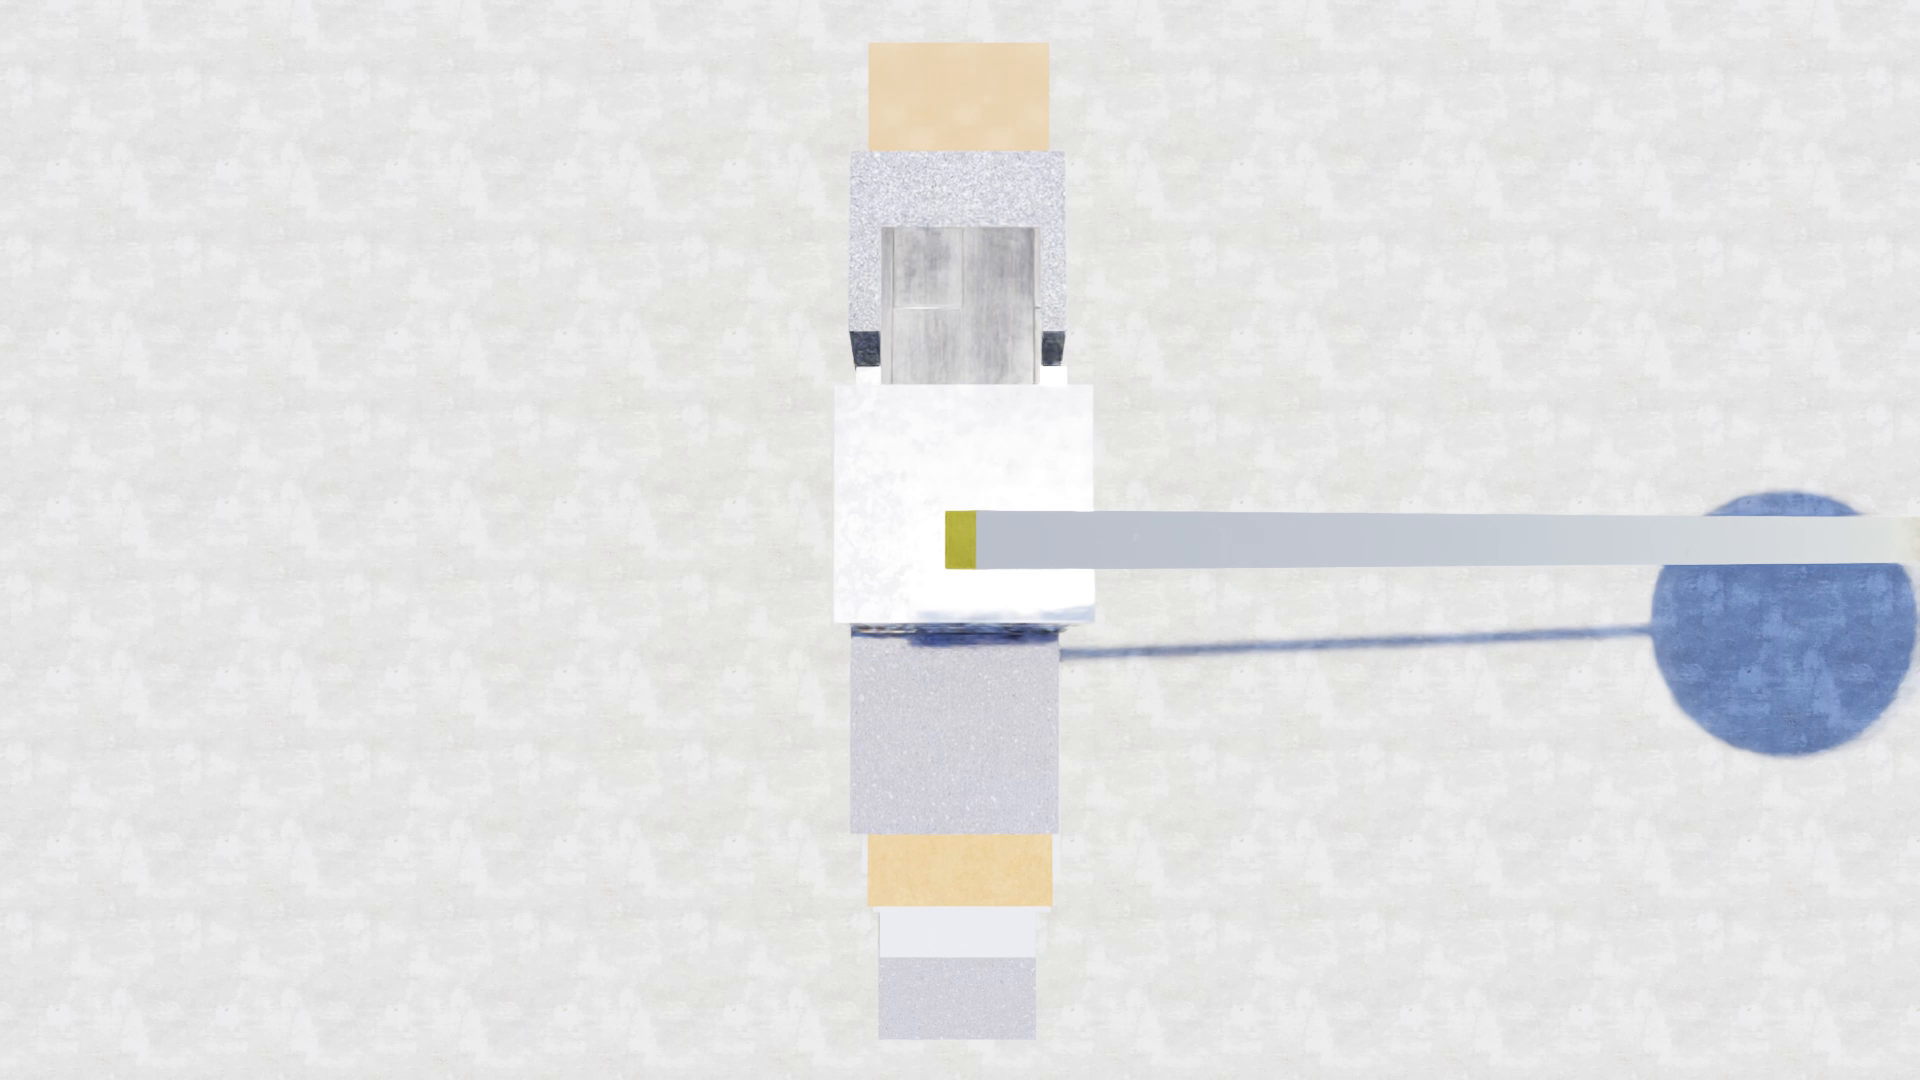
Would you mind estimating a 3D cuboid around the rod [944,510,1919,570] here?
[{"bbox_3d":[2.212,0.000,4.289,5.200,0.080,0.080,0,90,-32],"label":"rod"}]

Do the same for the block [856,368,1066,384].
[{"bbox_3d":[0.005,-0.314,8.962,0.817,0.866,0.714,0,90,0],"label":"block"}]

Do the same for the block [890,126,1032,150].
[{"bbox_3d":[0.005,-1.727,11.663,0.736,0.683,0.812,0,90,0],"label":"block"}]

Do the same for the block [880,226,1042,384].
[{"bbox_3d":[0.003,-0.784,8.182,0.570,0.711,0.616,0,85,0],"label":"block"}]

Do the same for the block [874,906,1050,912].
[{"bbox_3d":[0.008,1.259,9.801,0.758,0.816,0.661,0,90,0],"label":"block"}]

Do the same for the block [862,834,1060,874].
[{"bbox_3d":[0.005,1.143,10.690,0.918,0.964,0.805,0,90,0],"label":"block"}]

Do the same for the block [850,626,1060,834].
[{"bbox_3d":[-0.019,0.652,8.184,0.738,0.818,0.799,0,88,0],"label":"block"}]

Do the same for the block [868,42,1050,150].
[{"bbox_3d":[-0.006,-2.186,12.502,0.987,0.995,1.059,0,90,0],"label":"block"}]

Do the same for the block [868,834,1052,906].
[{"bbox_3d":[0.000,1.083,8.992,0.723,0.801,0.699,0,90,0],"label":"block"}]

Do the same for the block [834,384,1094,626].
[{"bbox_3d":[0.011,-0.082,6.638,0.737,0.808,0.675,0,87,0],"label":"block"}]

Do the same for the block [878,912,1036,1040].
[{"bbox_3d":[-0.016,2.239,12.477,0.858,1.046,0.953,0,90,0],"label":"block"}]

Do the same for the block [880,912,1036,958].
[{"bbox_3d":[-0.011,1.734,11.576,0.791,0.757,0.789,0,89,0],"label":"block"}]

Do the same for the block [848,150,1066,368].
[{"bbox_3d":[-0.009,-1.120,9.093,0.860,0.727,0.751,0,79,0],"label":"block"}]

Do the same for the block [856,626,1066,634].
[{"bbox_3d":[0.004,-0.040,7.421,0.672,0.761,0.708,0,87,0],"label":"block"}]
